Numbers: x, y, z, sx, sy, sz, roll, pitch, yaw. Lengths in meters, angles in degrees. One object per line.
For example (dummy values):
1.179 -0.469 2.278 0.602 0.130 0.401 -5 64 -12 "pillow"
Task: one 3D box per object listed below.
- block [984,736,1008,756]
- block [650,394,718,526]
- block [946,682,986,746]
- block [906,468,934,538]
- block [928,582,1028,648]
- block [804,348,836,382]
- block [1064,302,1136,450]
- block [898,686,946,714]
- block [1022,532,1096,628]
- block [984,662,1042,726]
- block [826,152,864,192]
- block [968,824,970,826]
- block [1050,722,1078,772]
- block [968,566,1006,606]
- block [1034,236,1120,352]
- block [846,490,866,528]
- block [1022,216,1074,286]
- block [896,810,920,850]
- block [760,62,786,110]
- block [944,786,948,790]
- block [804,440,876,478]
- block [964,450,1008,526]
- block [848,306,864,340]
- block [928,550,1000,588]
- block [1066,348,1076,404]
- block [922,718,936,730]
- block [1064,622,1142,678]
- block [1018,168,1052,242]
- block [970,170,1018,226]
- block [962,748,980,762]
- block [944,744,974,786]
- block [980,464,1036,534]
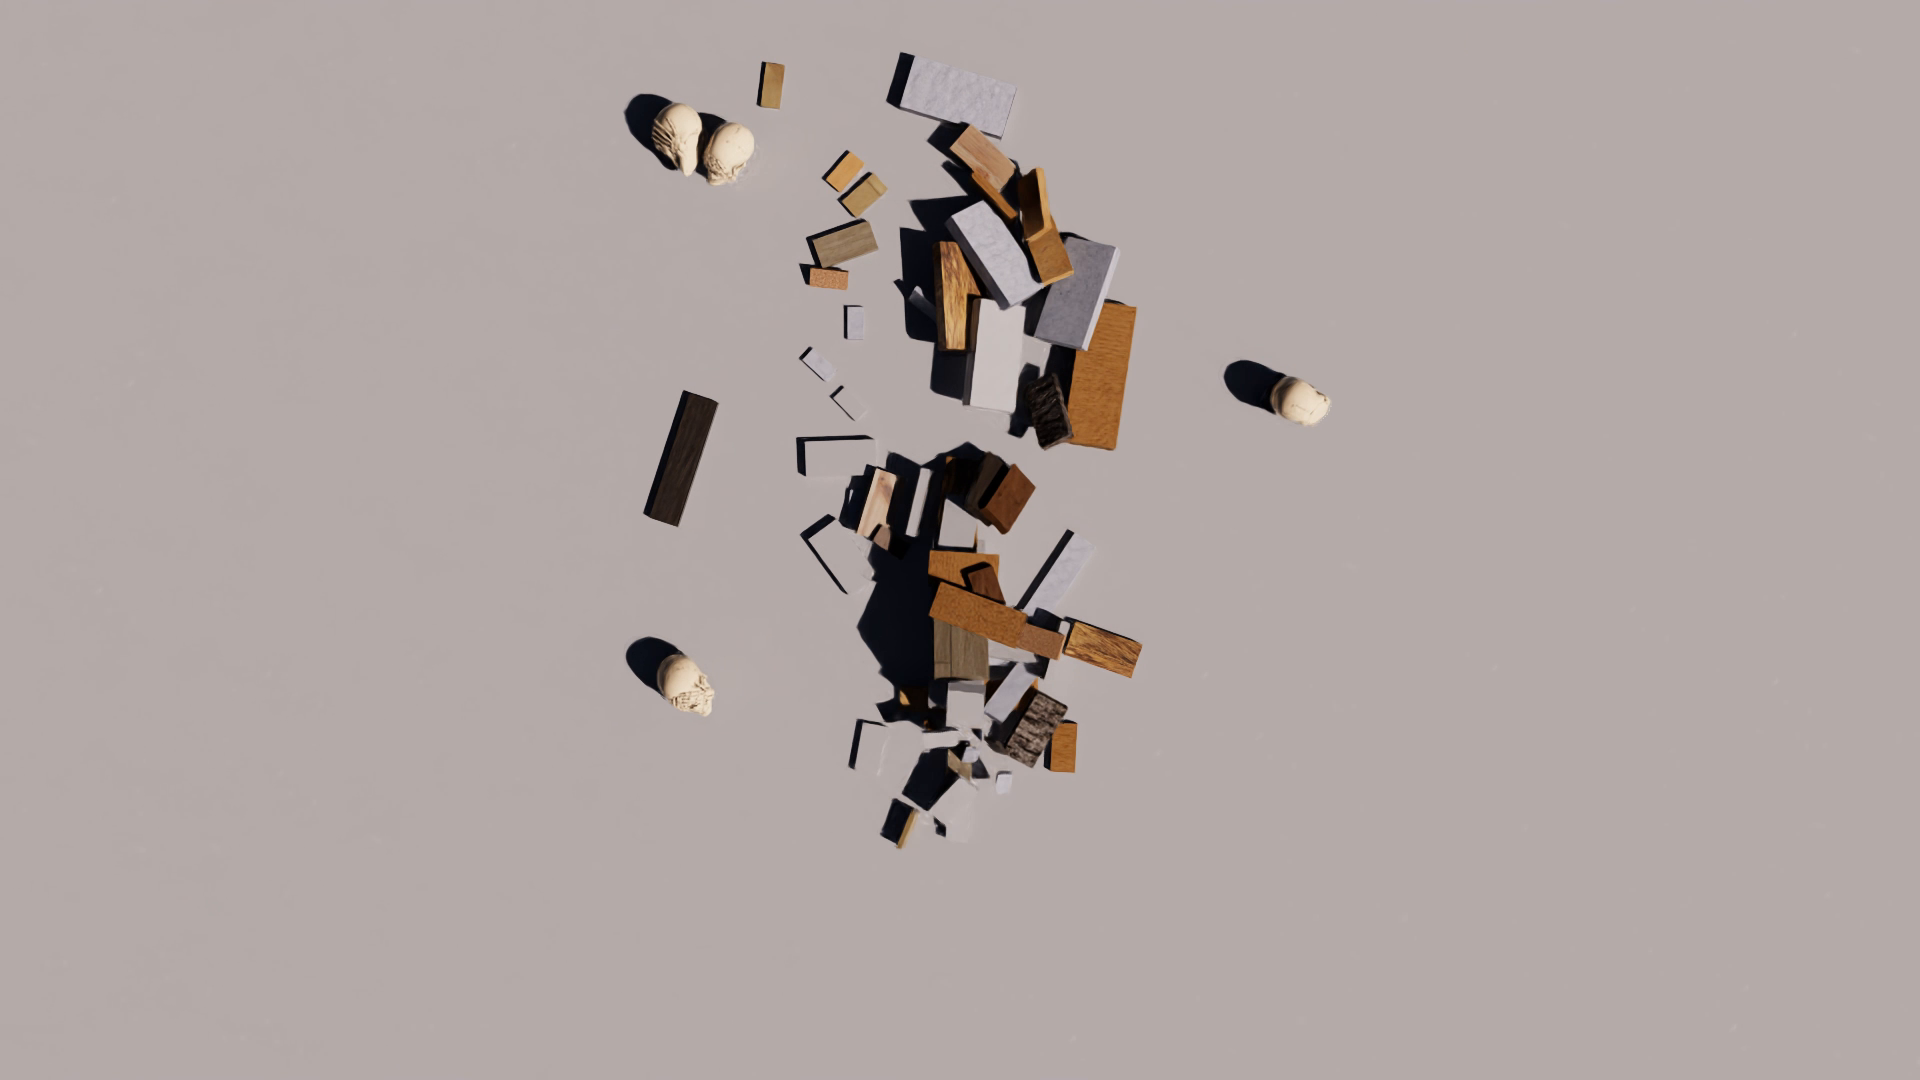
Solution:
0.115 0.665 5.336 0.048 0.096 0.014 14 65 32 "block"
-0.917 -0.265 5.486 0.099 0.028 0.434 18 90 0 "block"
0.018 0.562 5.319 0.118 0.285 0.033 6 48 3 "block"
-0.133 -0.122 5.443 0.032 0.113 0.225 13 90 4 "block"
0.059 0.239 5.262 0.297 0.033 0.117 20 92 11 "block"
-0.467 -0.582 5.492 0.108 0.015 0.054 42 90 0 "block"
0.459 -0.546 5.445 0.176 0.050 0.477 9 84 -1 "block"
-0.119 0.530 5.488 0.163 0.023 0.081 3 90 0 "block"
0.325 0.136 5.488 0.085 0.024 0.329 34 90 0 "block"
0.170 0.495 5.419 0.079 0.022 0.243 34 59 9 "block"
-0.382 -1.225 5.491 0.063 0.018 0.125 41 90 0 "block"
-0.003 0.876 5.489 0.075 0.021 0.149 1 90 0 "block"
0.345 0.690 5.488 0.081 0.023 0.163 3 90 0 "block"
0.092 0.177 5.295 0.085 0.024 0.170 -19 85 -1 "block"
0.386 -0.810 5.428 0.176 0.050 0.352 17 85 24 "block"
-0.341 -0.103 5.491 0.062 0.017 0.123 6 90 0 "block"
0.291 -0.956 5.445 0.107 0.030 0.214 -22 72 8 "block"
-0.171 0.960 5.467 0.016 0.058 0.134 22 92 14 "block"
-0.623 -1.511 5.491 0.063 0.018 0.145 7 90 0 "block"
-0.009 0.774 5.473 0.075 0.021 0.149 5 77 0 "block"
-0.395 -0.272 5.483 0.234 0.033 0.117 -2 90 0 "block"
0.093 -0.169 5.400 0.114 0.032 0.229 39 51 -24 "block"
-0.347 -0.721 5.492 0.054 0.015 0.108 0 90 0 "block"
0.012 0.098 5.331 0.225 0.032 0.112 3 84 1 "block"
0.388 -0.533 5.484 0.062 0.017 0.258 5 88 -4 "block"
-0.098 0.617 5.441 0.016 0.116 0.058 -32 89 1 "block"
0.476 0.364 5.483 0.236 0.033 0.118 20 90 0 "block"
0.244 -1.103 5.424 0.030 0.107 0.214 3 73 -35 "block"
0.109 -1.131 5.450 0.028 0.099 0.197 -43 90 -3 "block"
0.035 0.704 5.404 0.048 0.096 0.014 4 60 -6 "block"
-0.001 0.732 5.457 0.082 0.023 0.165 7 76 -3 "block"
0.158 -0.135 5.399 0.114 0.032 0.229 48 48 -17 "block"
